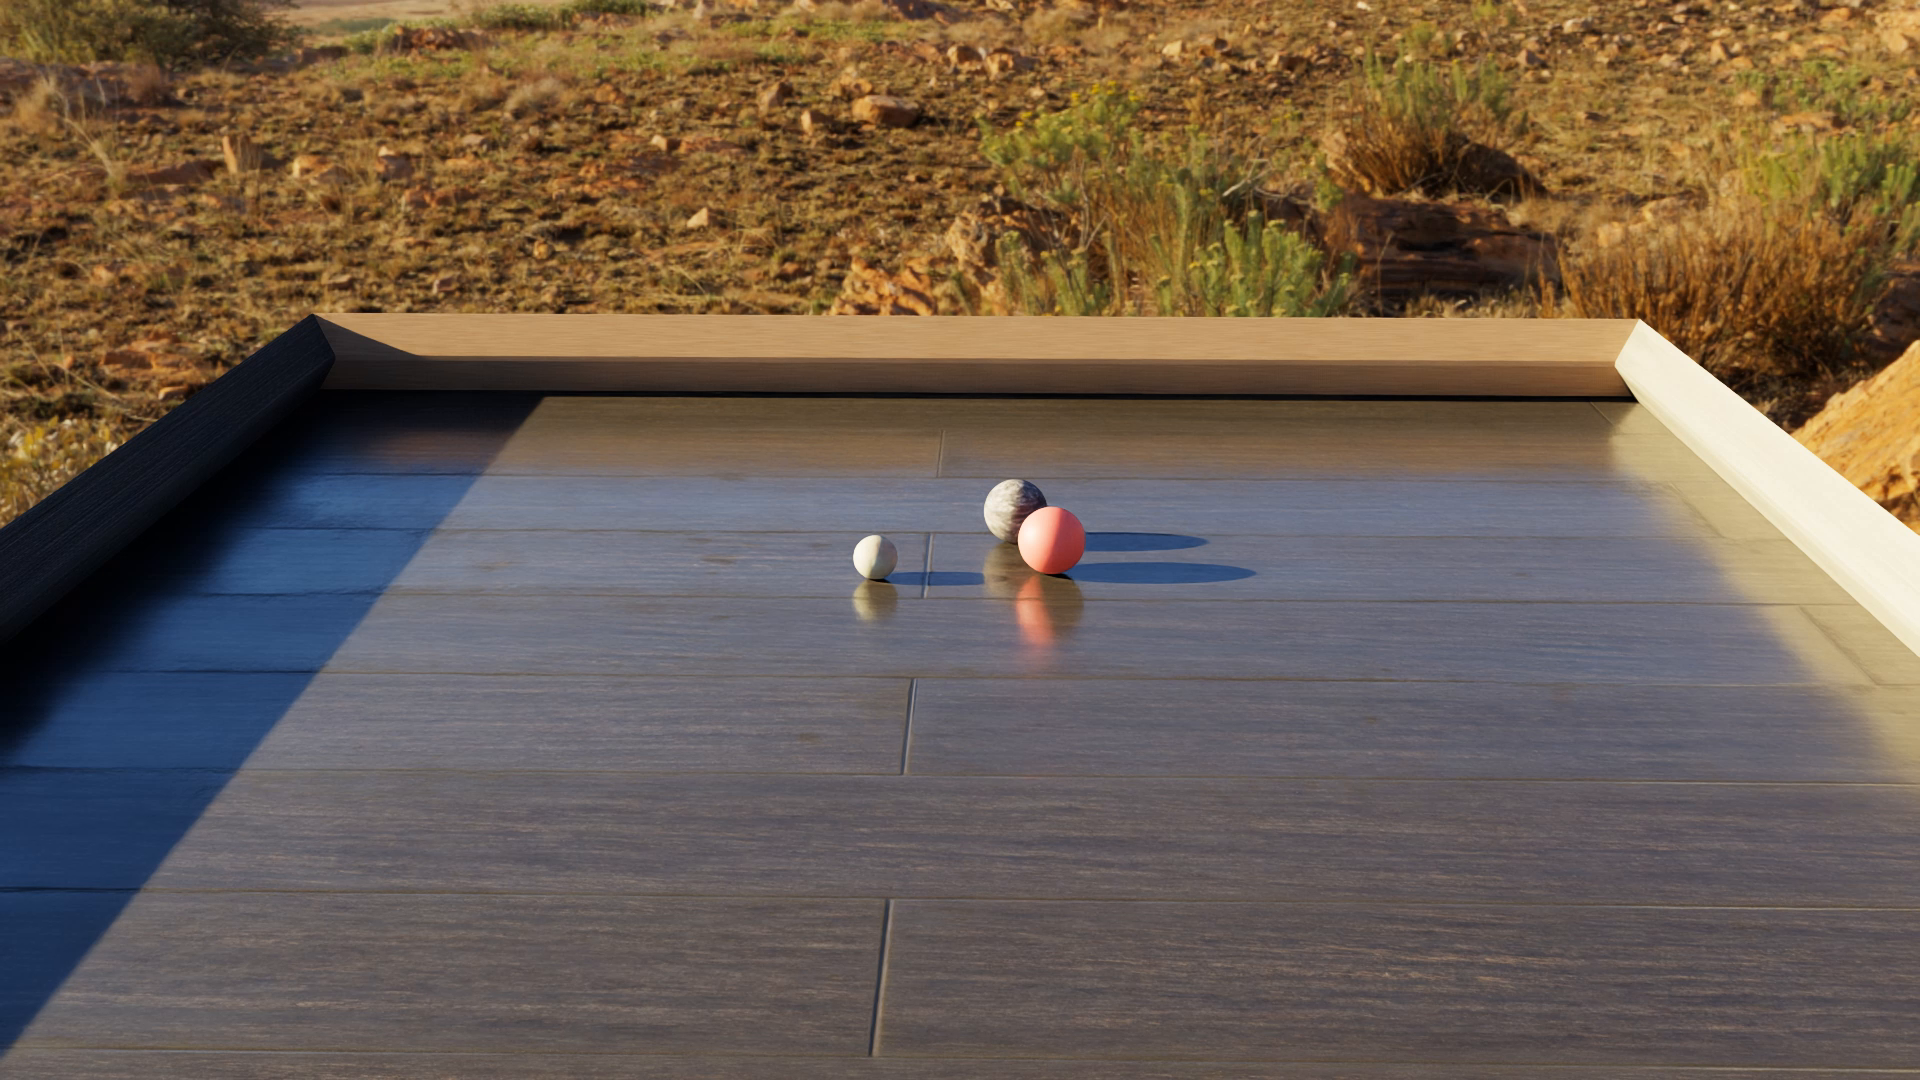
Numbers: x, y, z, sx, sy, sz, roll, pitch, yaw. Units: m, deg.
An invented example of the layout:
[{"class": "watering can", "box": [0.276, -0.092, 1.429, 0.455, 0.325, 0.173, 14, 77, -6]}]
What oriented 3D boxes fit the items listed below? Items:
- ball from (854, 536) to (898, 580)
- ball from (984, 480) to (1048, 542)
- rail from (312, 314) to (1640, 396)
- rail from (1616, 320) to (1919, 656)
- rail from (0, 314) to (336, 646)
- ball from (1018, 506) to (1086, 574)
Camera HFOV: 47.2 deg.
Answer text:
[{"class": "ball", "box": [-0.100, 0.021, 2.605, 0.053, 0.053, 0.053, 0, 18, 0]}, {"class": "ball", "box": [0.069, -0.036, 2.737, 0.079, 0.079, 0.079, 0, 18, 0]}, {"class": "rail", "box": [0.018, -0.285, 3.437, 2.080, 0.121, 0.045, 0, 18, 1]}, {"class": "rail", "box": [0.997, 0.249, 1.782, 0.045, 0.121, 3.482, 0, 18, 1]}, {"class": "rail", "box": [-1.035, 0.236, 1.824, 0.045, 0.121, 3.482, 0, 18, 1]}, {"class": "ball", "box": [0.110, 0.001, 2.621, 0.081, 0.081, 0.081, 0, 18, 0]}]
